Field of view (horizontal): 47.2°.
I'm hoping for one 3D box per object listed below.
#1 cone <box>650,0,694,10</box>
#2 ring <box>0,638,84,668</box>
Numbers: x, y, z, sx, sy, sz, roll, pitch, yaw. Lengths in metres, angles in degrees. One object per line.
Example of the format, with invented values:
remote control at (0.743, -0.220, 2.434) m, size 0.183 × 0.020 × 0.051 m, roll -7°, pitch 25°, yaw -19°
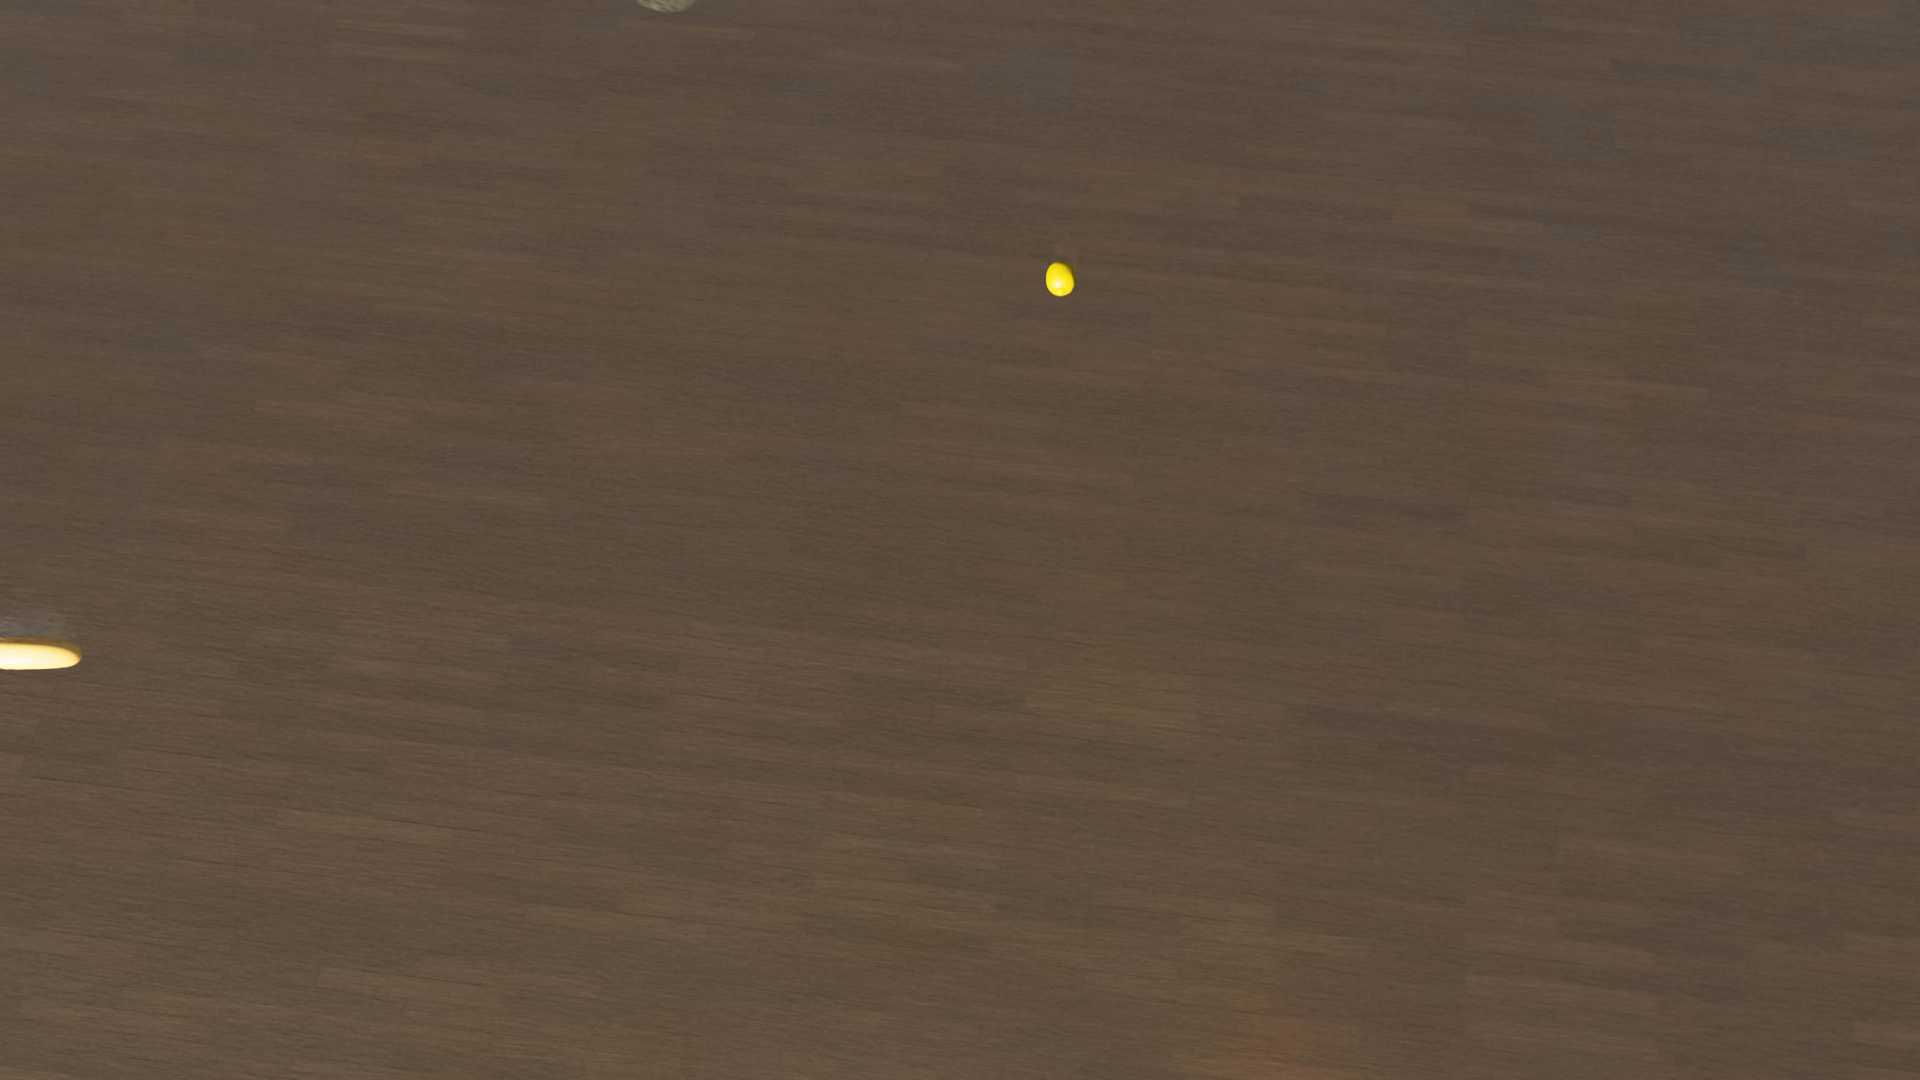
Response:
cone at (-0.666, -1.285, 4.933) m, size 0.190 × 0.194 × 0.074 m, roll 20°, pitch 69°, yaw 16°
ring at (-1.707, 0.207, 4.024) m, size 0.196 × 0.112 × 0.049 m, roll 1°, pitch 93°, yaw -4°
